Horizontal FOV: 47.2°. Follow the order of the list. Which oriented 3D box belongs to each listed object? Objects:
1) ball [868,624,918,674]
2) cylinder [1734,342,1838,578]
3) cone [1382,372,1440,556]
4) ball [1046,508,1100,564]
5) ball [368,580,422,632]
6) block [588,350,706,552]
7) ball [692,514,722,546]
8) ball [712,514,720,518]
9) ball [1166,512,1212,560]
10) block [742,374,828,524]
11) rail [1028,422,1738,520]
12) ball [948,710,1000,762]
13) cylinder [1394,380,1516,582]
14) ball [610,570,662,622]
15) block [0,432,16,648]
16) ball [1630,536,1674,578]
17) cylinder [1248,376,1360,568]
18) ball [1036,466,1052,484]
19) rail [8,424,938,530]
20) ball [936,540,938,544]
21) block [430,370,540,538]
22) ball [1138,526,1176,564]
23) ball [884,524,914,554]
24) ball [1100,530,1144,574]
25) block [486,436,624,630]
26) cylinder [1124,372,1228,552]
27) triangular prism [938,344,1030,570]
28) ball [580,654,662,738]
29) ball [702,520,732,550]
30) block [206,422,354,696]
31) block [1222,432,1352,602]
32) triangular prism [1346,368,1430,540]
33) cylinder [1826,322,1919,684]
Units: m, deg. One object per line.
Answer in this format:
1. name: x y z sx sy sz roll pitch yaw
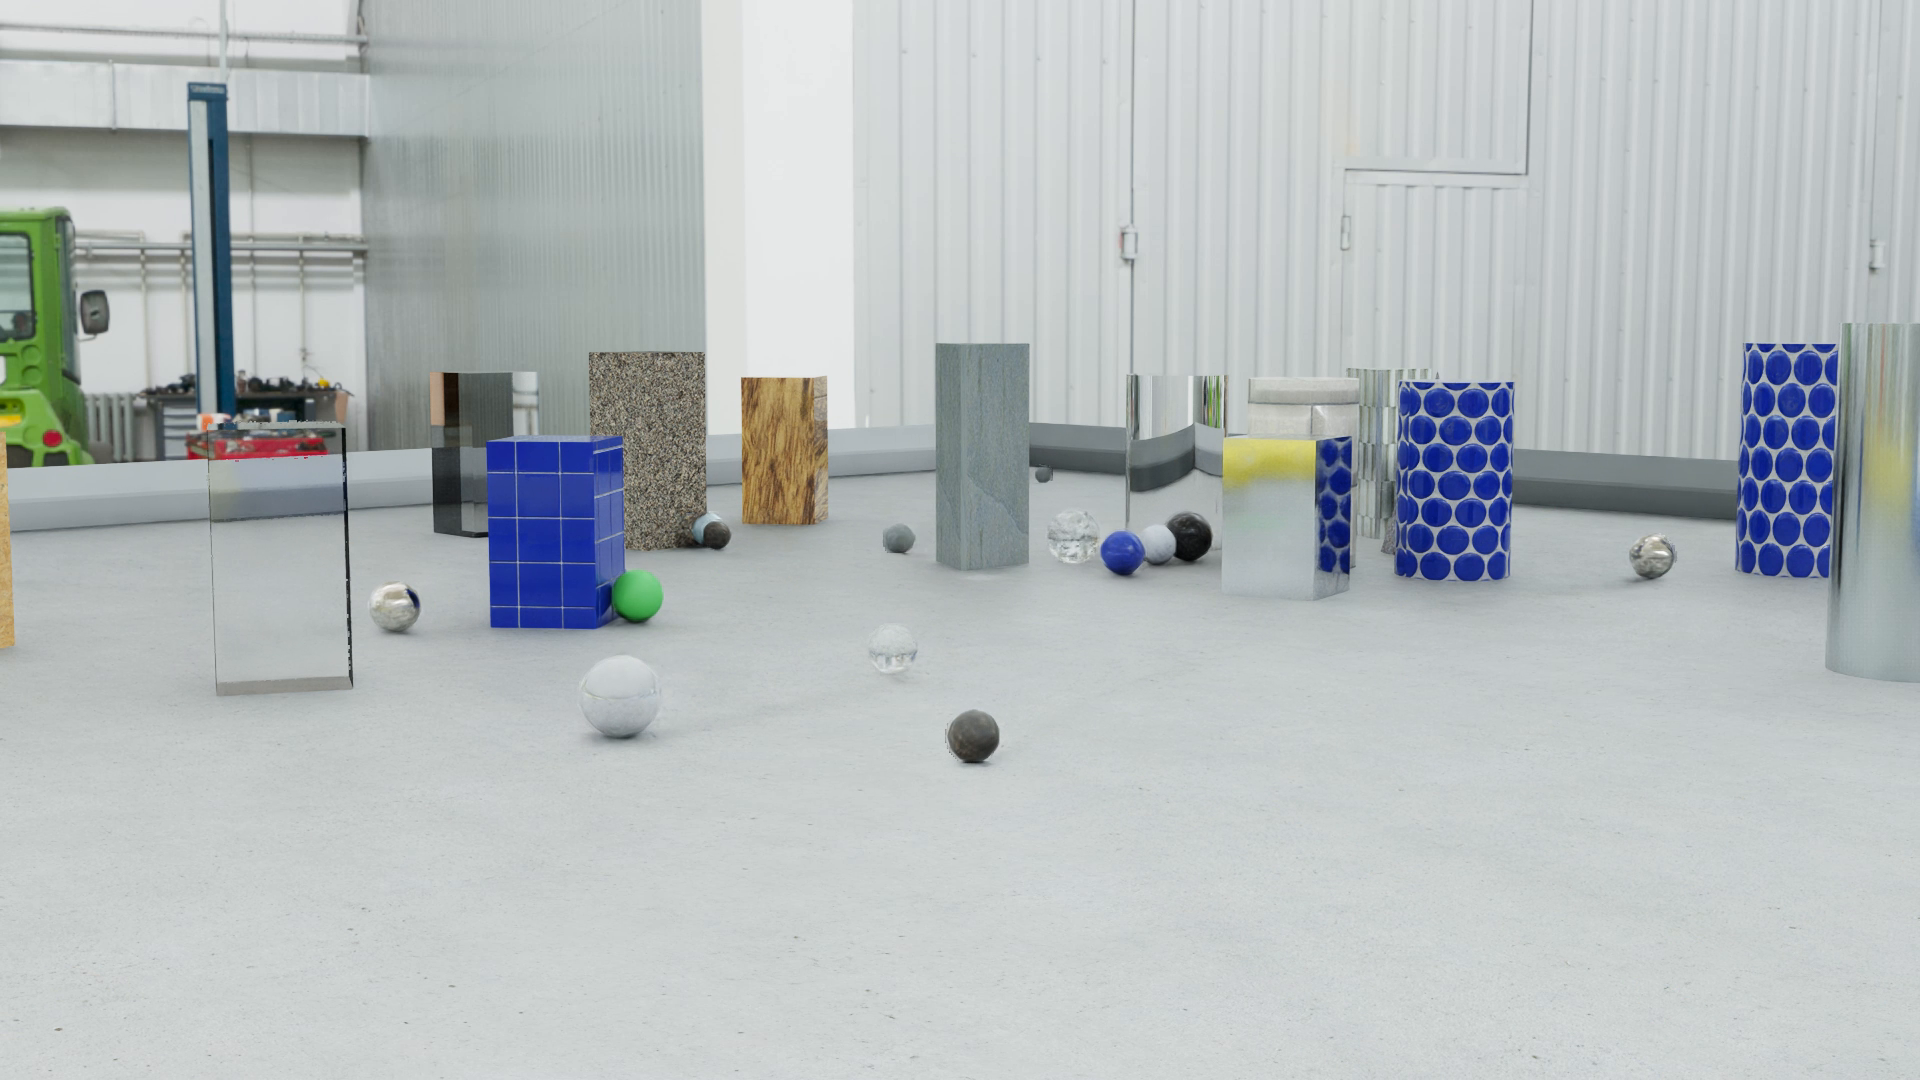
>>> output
1. ball: -0.082 0.134 2.681 0.060 0.060 0.060 0 6 0
2. cylinder: 1.417 -0.139 3.716 0.190 0.386 0.190 0 6 0
3. cone: 0.867 -0.143 4.008 0.190 0.332 0.190 0 6 0
4. ball: 0.198 -0.007 3.848 0.095 0.095 0.095 0 6 0
5. ball: -0.779 0.091 3.029 0.072 0.072 0.072 0 6 0
6. block: -0.585 -0.171 4.128 0.152 0.362 0.152 5 8 40
7. ball: -0.471 -0.018 4.115 0.060 0.060 0.060 0 6 0
8. ball: -0.482 -0.026 4.233 0.052 0.052 0.052 0 6 0
9. ball: 0.403 -0.007 3.885 0.087 0.087 0.087 0 6 0
10. block: -0.365 -0.191 4.602 0.152 0.303 0.152 1 6 7
11. rail: 1.515 -0.115 4.722 0.045 0.123 4.156 -6 8 -42
12. ball: 0.014 0.193 2.163 0.051 0.051 0.051 0 6 0
13. cylinder: 0.826 -0.104 3.675 0.190 0.324 0.190 0 6 0
14. ball: -0.460 0.080 3.128 0.074 0.074 0.074 0 6 0
15. block: -1.343 0.004 2.842 0.152 0.283 0.152 1 6 13
16. ball: 1.141 0.028 3.627 0.072 0.072 0.072 0 6 0
17. cylinder: 0.592 -0.117 3.807 0.190 0.323 0.190 0 6 0
18. ball: 0.213 -0.166 5.611 0.042 0.042 0.042 0 6 0
19. rail: -1.393 -0.126 4.834 4.170 0.123 0.045 -6 8 -42
20. ball: -0.012 0.003 3.921 0.059 0.059 0.059 0 6 0
21. block: -0.940 -0.173 4.357 0.152 0.319 0.152 -6 8 -44
22. ball: 0.341 0.009 3.825 0.069 0.069 0.069 0 6 0
23. ball: -0.110 -0.002 3.993 0.055 0.055 0.055 0 6 0
24. ball: 0.272 0.021 3.682 0.074 0.074 0.074 0 6 0
25. block: -0.572 -0.014 3.129 0.152 0.260 0.152 1 6 7
26. cylinder: 0.404 -0.148 4.099 0.190 0.322 0.190 0 6 0
27. triangular prism: 0.012 -0.150 3.827 0.143 0.383 0.165 6 8 44
28. ball: -0.353 0.162 2.288 0.086 0.086 0.086 0 6 0
29. ball: -0.449 -0.009 4.063 0.053 0.053 0.053 0 6 0
30. block: -0.807 0.017 2.609 0.152 0.307 0.152 -2 6 -18
31. block: 0.511 -0.039 3.439 0.152 0.245 0.152 4 7 31
32. triangular prism: 0.817 -0.175 4.337 0.165 0.326 0.143 -6 8 -43
33. cylinder: 1.167 -0.051 2.687 0.190 0.426 0.190 0 6 0
